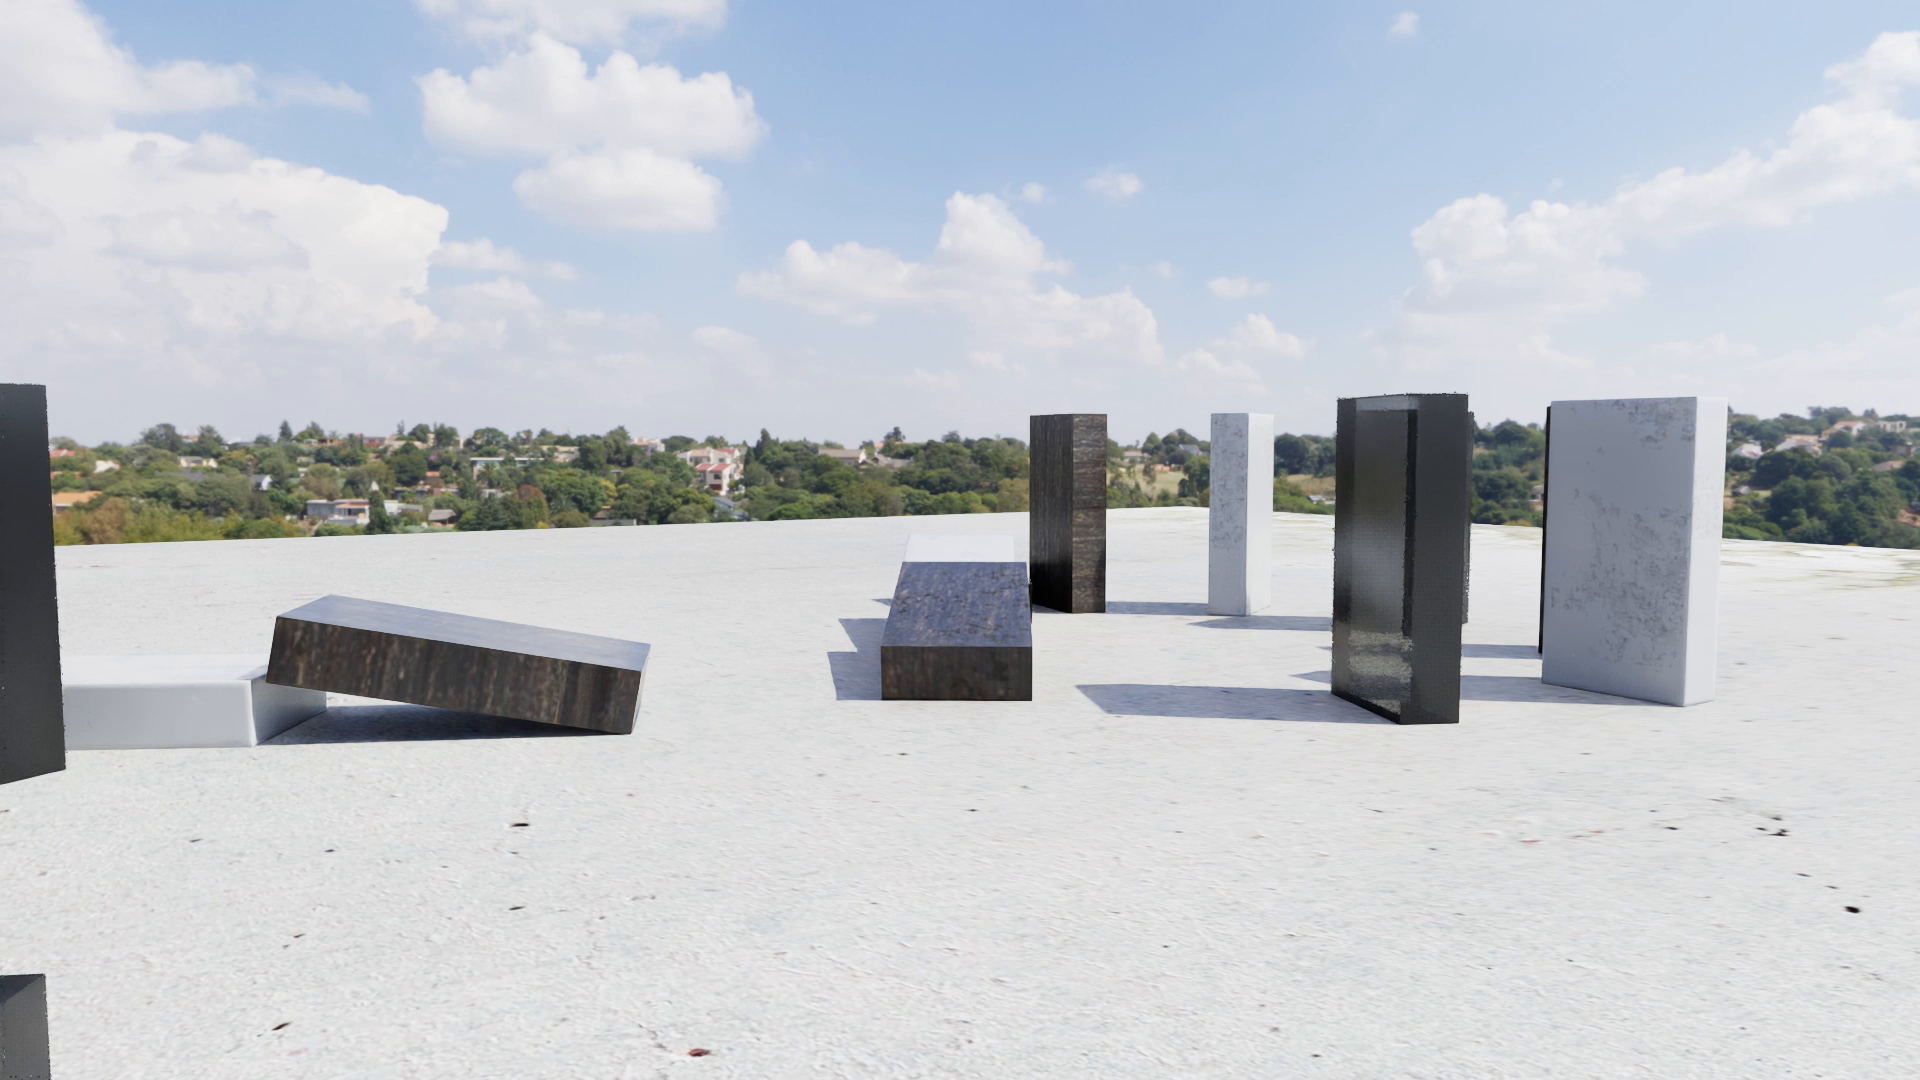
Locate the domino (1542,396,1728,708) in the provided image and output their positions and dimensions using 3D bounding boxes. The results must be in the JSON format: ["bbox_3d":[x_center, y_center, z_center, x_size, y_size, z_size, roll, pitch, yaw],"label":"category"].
[{"bbox_3d":[0.114,0.001,0.218,0.009,0.050,0.025,-3,5,-32],"label":"domino"}]

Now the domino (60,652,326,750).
[{"bbox_3d":[-0.125,0.024,0.190,0.050,0.010,0.025,0,4,-4],"label":"domino"}]

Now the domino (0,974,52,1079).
[{"bbox_3d":[-0.080,0.033,0.065,0.050,0.010,0.025,-1,4,-8],"label":"domino"}]

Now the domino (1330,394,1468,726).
[{"bbox_3d":[0.070,0.002,0.205,0.010,0.050,0.025,-1,4,-8],"label":"domino"}]

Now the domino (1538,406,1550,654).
[{"bbox_3d":[0.131,-0.002,0.258,0.025,0.050,0.010,-1,4,-14],"label":"domino"}]

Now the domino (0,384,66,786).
[{"bbox_3d":[-0.130,0.005,0.166,0.025,0.050,0.010,2,5,20],"label":"domino"}]

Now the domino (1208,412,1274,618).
[{"bbox_3d":[0.072,-0.007,0.327,0.010,0.050,0.025,2,5,28],"label":"domino"}]

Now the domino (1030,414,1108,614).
[{"bbox_3d":[0.028,-0.007,0.332,0.010,0.050,0.025,-2,5,-22],"label":"domino"}]

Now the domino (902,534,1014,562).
[{"bbox_3d":[0.000,0.011,0.285,0.025,0.009,0.050,0,18,2],"label":"domino"}]

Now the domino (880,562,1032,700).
[{"bbox_3d":[0.000,0.015,0.236,0.025,0.010,0.050,0,15,2],"label":"domino"}]

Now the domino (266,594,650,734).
[{"bbox_3d":[-0.074,0.019,0.195,0.050,0.009,0.025,10,3,-11],"label":"domino"}]

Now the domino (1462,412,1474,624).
[{"bbox_3d":[0.108,-0.005,0.298,0.025,0.050,0.010,-4,6,-42],"label":"domino"}]

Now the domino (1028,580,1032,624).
[{"bbox_3d":[0.004,0.013,0.328,0.025,0.010,0.050,0,4,-1],"label":"domino"}]
